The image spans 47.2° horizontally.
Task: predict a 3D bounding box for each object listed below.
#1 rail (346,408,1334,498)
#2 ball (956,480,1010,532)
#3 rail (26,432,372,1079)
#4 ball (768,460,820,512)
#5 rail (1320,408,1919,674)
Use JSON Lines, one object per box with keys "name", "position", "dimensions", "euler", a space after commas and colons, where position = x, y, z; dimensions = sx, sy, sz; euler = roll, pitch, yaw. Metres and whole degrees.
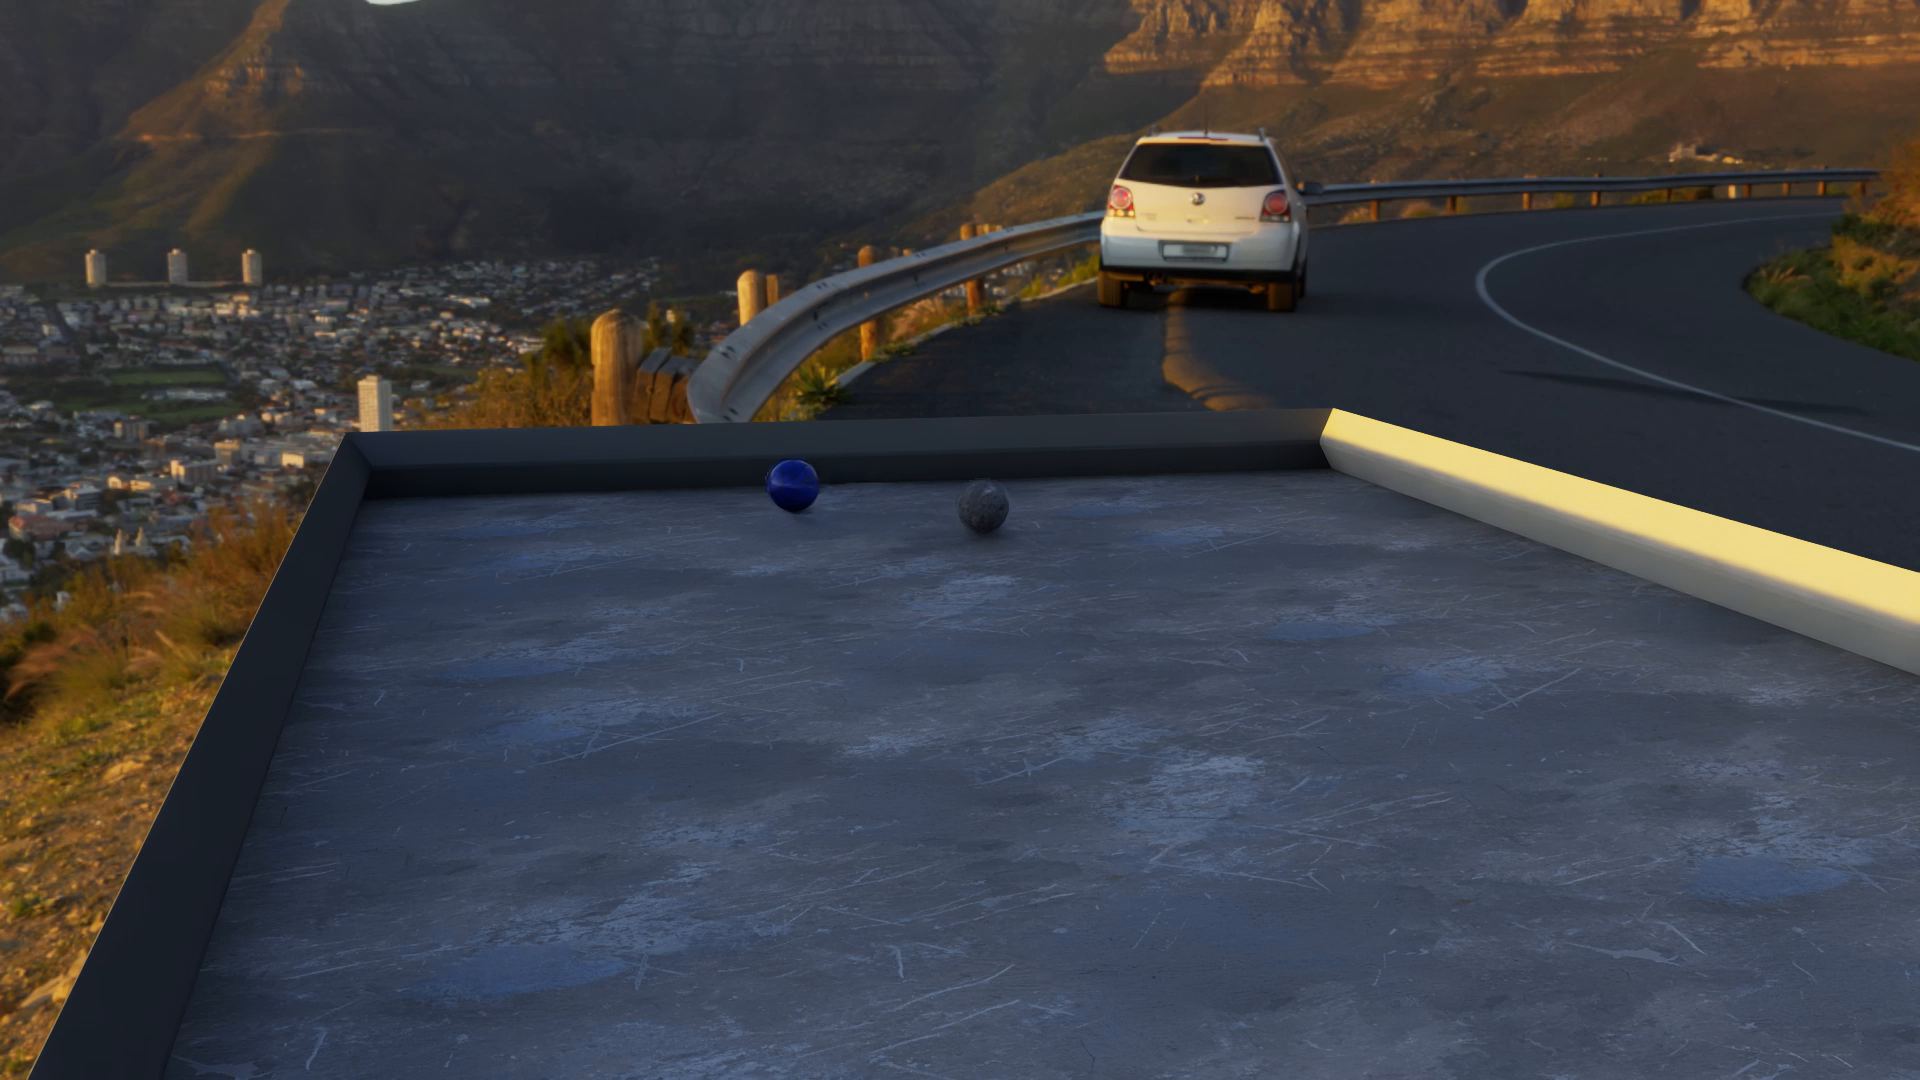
{"name": "rail", "position": [-0.174, -0.161, 4.045], "dimensions": [1.847, 0.116, 0.045], "euler": [-2, 10, -12]}
{"name": "ball", "position": [0.037, -0.054, 3.516], "dimensions": [0.084, 0.084, 0.084], "euler": [0, 10, 0]}
{"name": "rail", "position": [-0.700, 0.144, 2.248], "dimensions": [0.045, 0.116, 3.386], "euler": [-2, 10, -12]}
{"name": "ball", "position": [-0.282, -0.092, 3.728], "dimensions": [0.089, 0.089, 0.089], "euler": [0, 10, 0]}
{"name": "rail", "position": [1.059, 0.080, 2.624], "dimensions": [0.045, 0.116, 3.386], "euler": [-2, 10, -12]}
